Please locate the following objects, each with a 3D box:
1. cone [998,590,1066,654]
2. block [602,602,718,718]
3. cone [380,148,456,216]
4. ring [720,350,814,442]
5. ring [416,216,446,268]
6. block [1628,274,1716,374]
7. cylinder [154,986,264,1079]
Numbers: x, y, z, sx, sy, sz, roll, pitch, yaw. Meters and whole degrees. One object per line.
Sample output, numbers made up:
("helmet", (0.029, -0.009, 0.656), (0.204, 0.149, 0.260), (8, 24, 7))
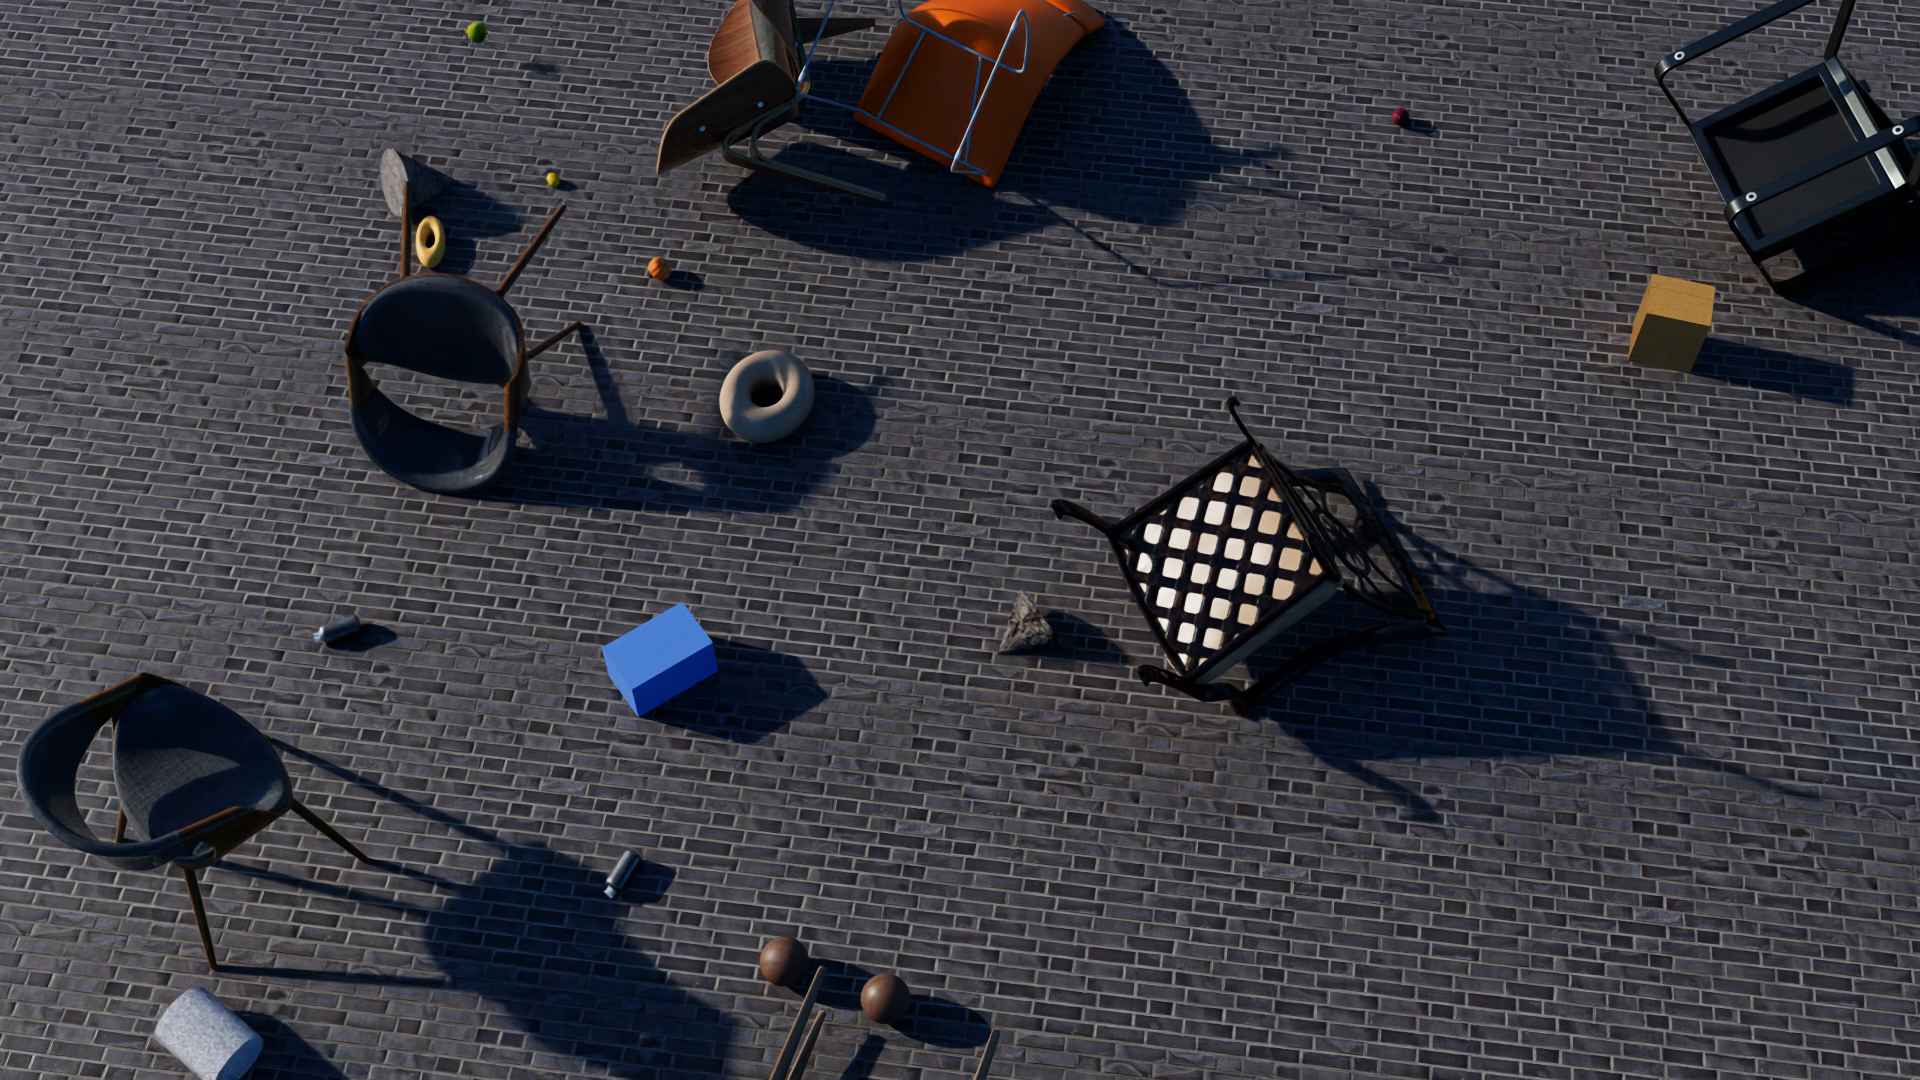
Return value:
("cone", (0.173, 0.276, 6.350), (0.171, 0.133, 0.215), (-39, 72, 1))
("block", (-0.851, 0.339, 6.251), (0.265, 0.158, 0.166), (-30, 61, -19))
("cone", (-1.777, -1.195, 7.321), (0.221, 0.200, 0.245), (-10, 57, -36))
("ring", (-0.596, -0.445, 6.805), (0.288, 0.114, 0.333), (17, 59, 10))
("ring", (-1.732, -0.976, 7.195), (0.095, 0.057, 0.213), (-4, 57, -5))
("block", (2.227, -0.676, 6.886), (0.193, 0.236, 0.165), (13, 57, 9))
("cylinder", (-1.926, 1.279, 5.638), (0.225, 0.127, 0.169), (32, 76, 20))
